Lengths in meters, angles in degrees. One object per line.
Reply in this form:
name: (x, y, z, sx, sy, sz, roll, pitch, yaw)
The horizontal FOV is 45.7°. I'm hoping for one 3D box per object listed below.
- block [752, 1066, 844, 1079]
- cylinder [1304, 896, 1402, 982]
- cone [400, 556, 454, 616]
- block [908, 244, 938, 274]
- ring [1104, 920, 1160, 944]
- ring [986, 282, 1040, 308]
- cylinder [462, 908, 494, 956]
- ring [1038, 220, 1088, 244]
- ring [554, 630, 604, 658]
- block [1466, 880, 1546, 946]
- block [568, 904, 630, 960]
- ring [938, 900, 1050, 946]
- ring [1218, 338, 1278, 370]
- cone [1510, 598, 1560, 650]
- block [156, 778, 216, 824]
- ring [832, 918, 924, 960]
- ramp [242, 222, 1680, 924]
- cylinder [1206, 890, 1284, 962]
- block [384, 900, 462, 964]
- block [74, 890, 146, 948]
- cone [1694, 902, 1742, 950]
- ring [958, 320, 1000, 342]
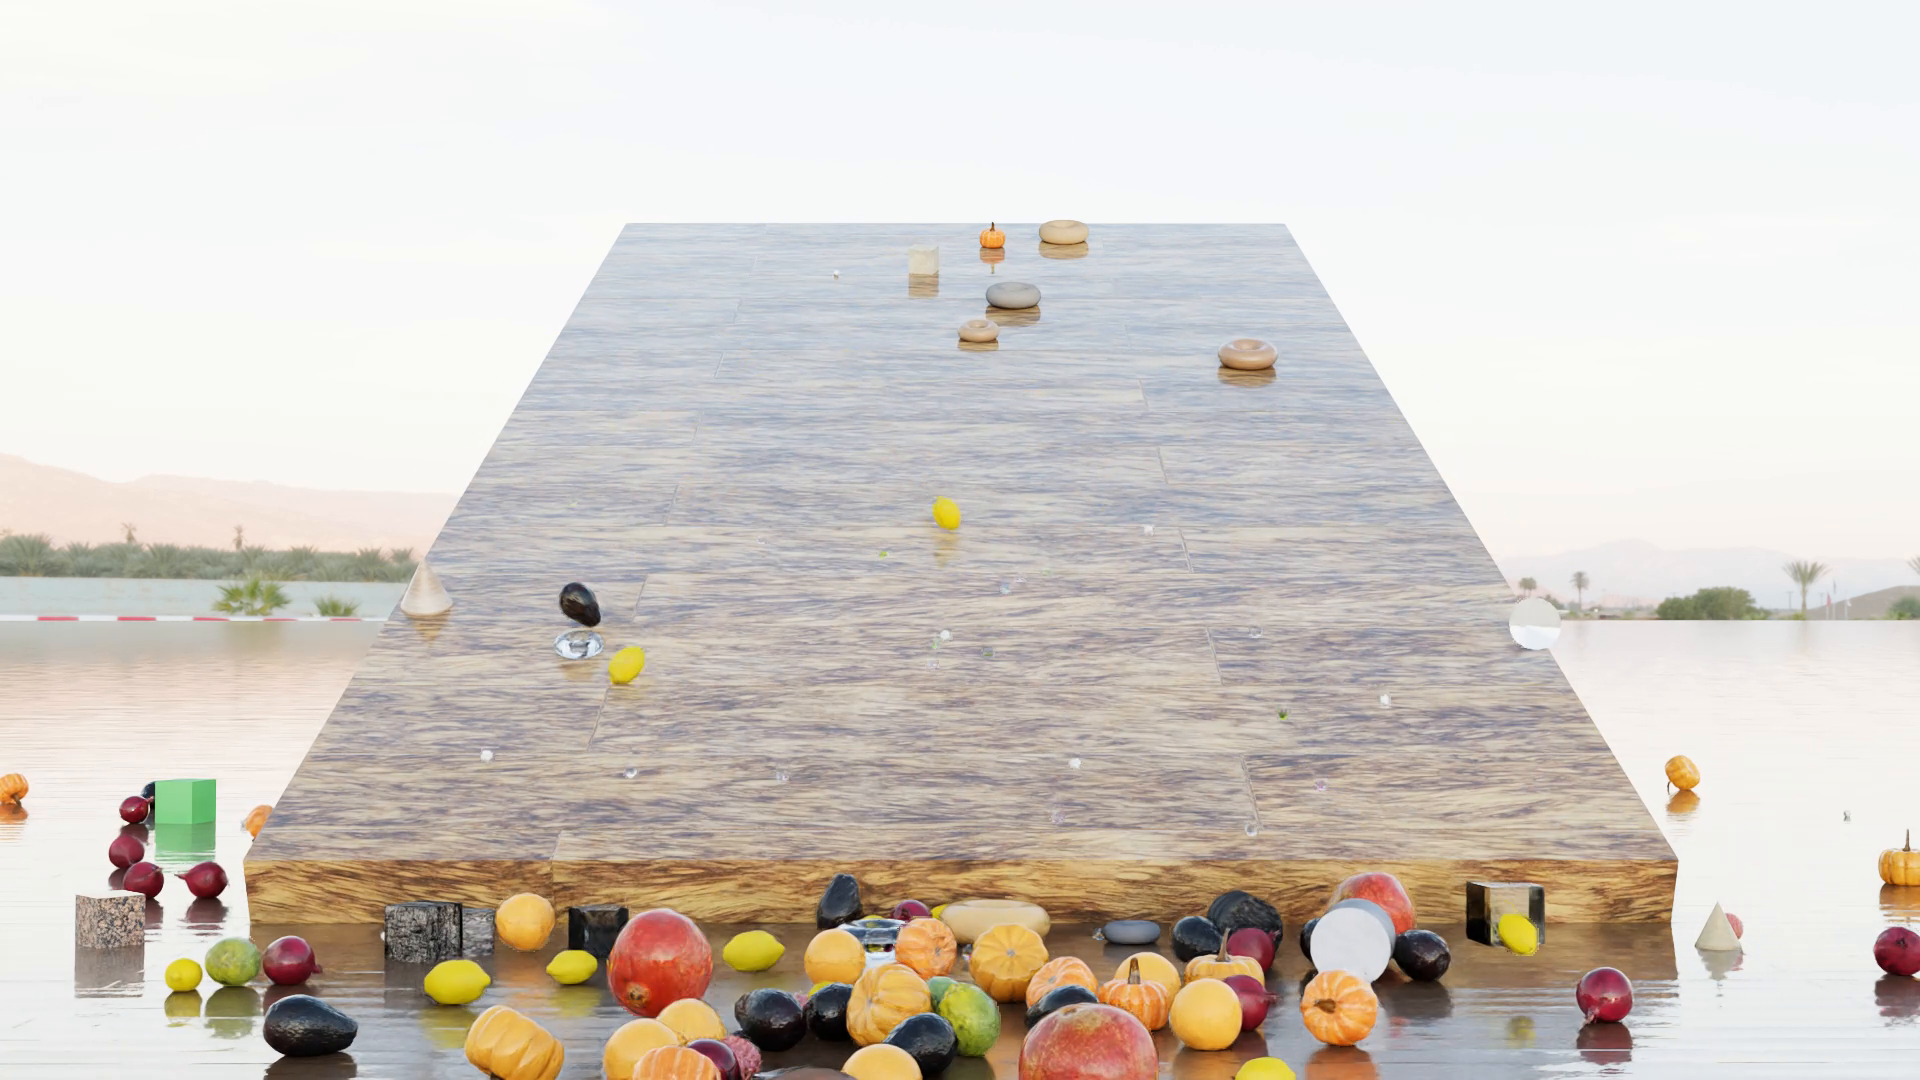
block: (-0.134, 0.470, 1.887, 0.053, 0.053, 0.053, -2, -2, 41)
cylinder: (0.466, 0.476, 2.695, 0.093, 0.093, 0.093, -1, -19, 25)
cone: (-0.946, 0.072, 4.023, 0.094, 0.094, 0.094, 0, 21, 0)
block: (-0.101, -0.781, 6.331, 0.068, 0.068, 0.068, 6, 21, 14)
ring: (0.228, 0.521, 3.021, 0.077, 0.026, 0.077, -1, -3, 0)
ring: (0.140, -0.645, 5.999, 0.146, 0.049, 0.146, 1, 20, 0)
cylinder: (-0.625, 0.503, 2.920, 0.054, 0.054, 0.054, 0, -2, 0)
ring: (0.305, -0.906, 6.692, 0.149, 0.050, 0.149, -1, 22, 0)
ring: (-0.643, 0.176, 3.842, 0.083, 0.028, 0.083, 1, 20, 0)
block: (0.724, 0.495, 3.023, 0.077, 0.077, 0.077, 0, -2, -11)
block: (-0.461, 0.499, 2.905, 0.060, 0.060, 0.060, 1, -2, -28)
ring: (0.046, 0.509, 3.027, 0.150, 0.050, 0.150, 1, -3, 0)
ring: (0.692, -0.447, 5.476, 0.144, 0.048, 0.144, -1, 22, 0)
cone: (0.976, 0.147, 3.910, 0.088, 0.088, 0.088, 0, -6, -1)
block: (-1.621, 0.546, 4.766, 0.087, 0.087, 0.087, -1, -2, 15)
ring: (-0.104, 0.510, 2.911, 0.118, 0.039, 0.118, 0, -1, 0)
ramp: (-0.005, -0.212, 5.057, 2.000, 0.100, 4.000, 0, 21, 0)
cylinder: (0.359, 0.489, 2.879, 0.080, 0.080, 0.080, 0, -2, -8)
block: (-0.678, 0.495, 2.878, 0.068, 0.068, 0.068, -1, -2, 28)
block: (-1.122, 0.500, 3.003, 0.065, 0.065, 0.065, -2, -3, 44)
cone: (0.991, 0.502, 2.976, 0.060, 0.060, 0.060, 0, -2, 0)
ring: (0.046, -0.523, 5.692, 0.106, 0.035, 0.106, -1, 24, 0)
